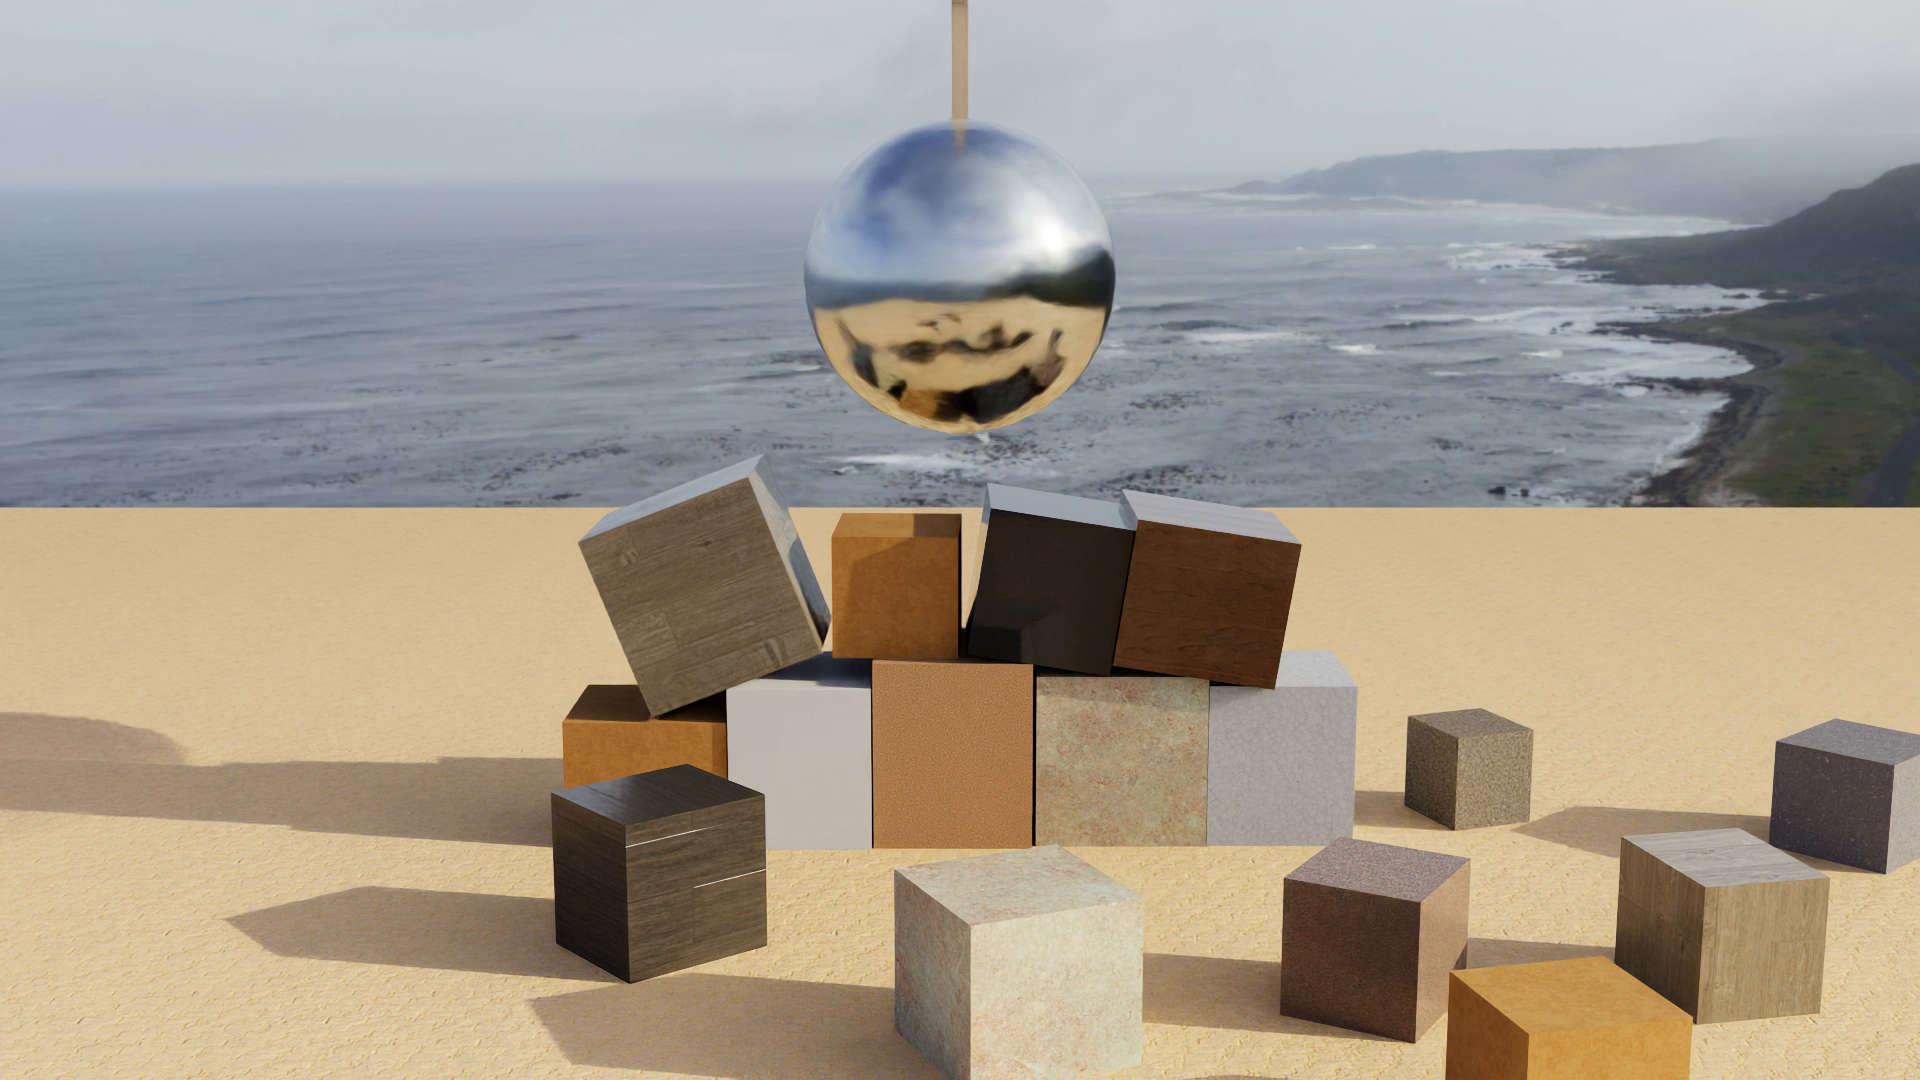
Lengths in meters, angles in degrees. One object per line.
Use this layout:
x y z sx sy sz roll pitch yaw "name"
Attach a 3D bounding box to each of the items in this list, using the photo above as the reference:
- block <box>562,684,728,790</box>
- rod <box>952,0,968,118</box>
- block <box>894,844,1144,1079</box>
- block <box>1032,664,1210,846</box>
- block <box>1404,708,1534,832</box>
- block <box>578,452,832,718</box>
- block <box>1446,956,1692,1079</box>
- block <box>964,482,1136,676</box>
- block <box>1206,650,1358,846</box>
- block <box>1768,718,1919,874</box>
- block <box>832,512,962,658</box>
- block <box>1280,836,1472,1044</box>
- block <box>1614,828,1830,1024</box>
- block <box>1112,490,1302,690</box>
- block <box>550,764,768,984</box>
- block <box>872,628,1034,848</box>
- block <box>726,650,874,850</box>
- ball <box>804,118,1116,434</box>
-1.570 1.159 11.369 0.815 0.652 0.784 0 10 0 "block"
0.000 -4.656 10.468 0.080 5.200 0.080 0 13 0 "rod"
0.218 1.658 8.566 0.724 0.674 0.714 -5 11 -24 "block"
0.809 1.042 11.383 0.857 0.878 0.792 0 10 0 "block"
2.674 1.201 11.574 0.455 0.495 0.481 -4 11 -20 "block"
-1.274 0.212 11.201 0.903 0.949 0.817 -21 10 5 "block"
2.118 1.863 7.712 0.610 0.575 0.586 -3 11 -14 "block"
0.442 0.187 11.192 0.715 0.741 0.797 9 10 -2 "block"
1.610 1.065 11.390 0.736 0.828 0.781 0 10 0 "block"
4.513 1.273 11.032 0.642 0.548 0.600 -10 14 -42 "block"
-0.314 0.225 11.286 0.629 0.616 0.707 0 10 1 "block"
1.705 1.623 9.011 0.572 0.583 0.622 6 12 30 "block"
3.163 1.596 9.168 0.554 0.579 0.667 -2 11 -12 "block"
1.204 0.235 11.241 0.811 0.740 0.944 9 10 -2 "block"
-1.320 1.448 9.662 0.704 0.695 0.623 -8 13 -39 "block"
-0.034 1.007 11.364 0.794 0.952 0.836 0 10 0 "block"
-0.797 1.071 11.365 0.712 0.826 0.843 0 10 0 "block"
0.000 -1.347 11.246 1.600 1.600 1.600 0 10 0 "ball"
